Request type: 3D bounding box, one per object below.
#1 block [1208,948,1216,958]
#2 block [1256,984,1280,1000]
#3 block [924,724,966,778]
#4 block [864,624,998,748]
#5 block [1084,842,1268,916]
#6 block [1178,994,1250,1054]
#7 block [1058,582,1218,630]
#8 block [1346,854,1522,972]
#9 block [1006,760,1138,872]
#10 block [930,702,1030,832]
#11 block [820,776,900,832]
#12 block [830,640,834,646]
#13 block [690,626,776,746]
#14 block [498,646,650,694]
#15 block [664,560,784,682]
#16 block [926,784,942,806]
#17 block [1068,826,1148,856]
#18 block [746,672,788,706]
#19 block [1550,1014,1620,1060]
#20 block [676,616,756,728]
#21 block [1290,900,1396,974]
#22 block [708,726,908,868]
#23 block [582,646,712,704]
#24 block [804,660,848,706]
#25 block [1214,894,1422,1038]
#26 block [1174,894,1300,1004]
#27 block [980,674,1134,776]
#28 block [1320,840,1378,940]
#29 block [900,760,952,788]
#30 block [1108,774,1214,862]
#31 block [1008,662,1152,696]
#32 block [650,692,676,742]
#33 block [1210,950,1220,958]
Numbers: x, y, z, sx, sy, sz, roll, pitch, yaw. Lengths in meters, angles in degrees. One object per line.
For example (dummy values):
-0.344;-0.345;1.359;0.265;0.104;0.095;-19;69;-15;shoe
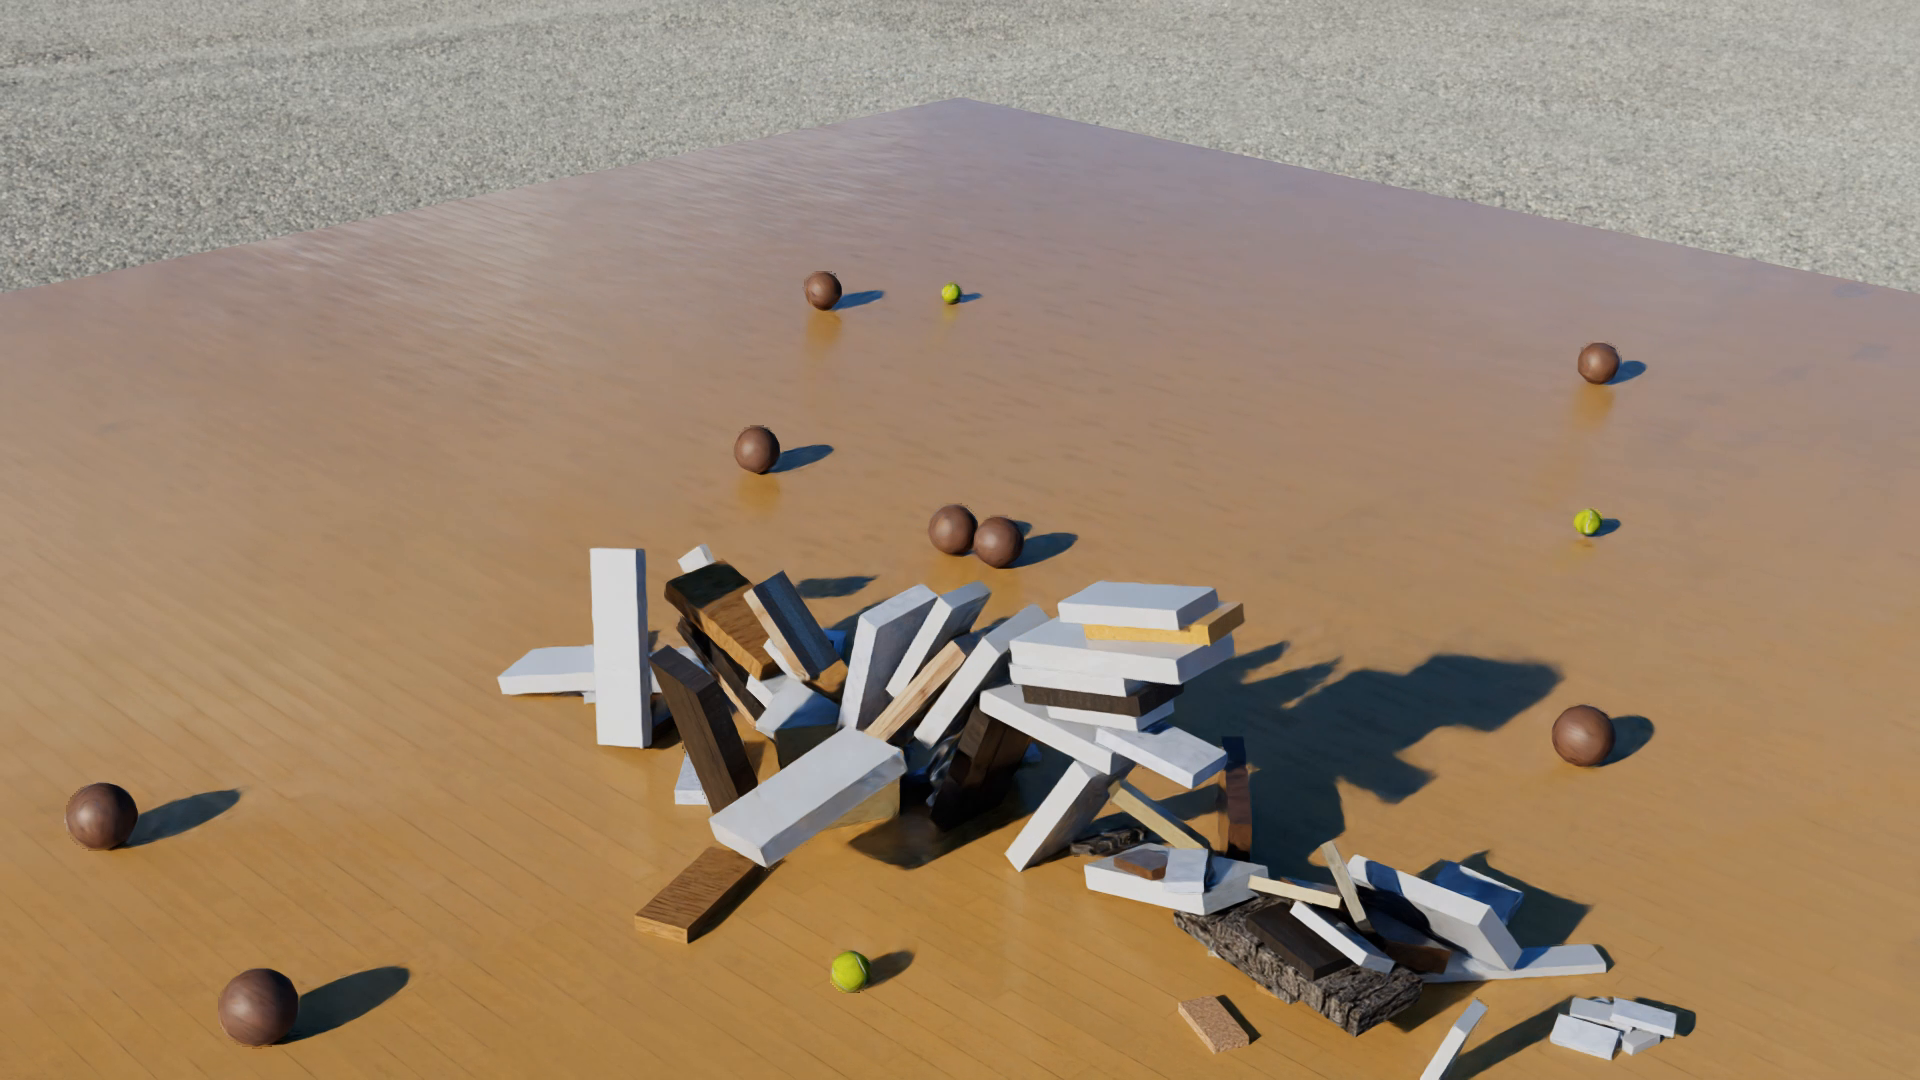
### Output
0.498;0.742;3.995;0.095;0.013;0.047;3;23;8;block
0.568;0.780;3.904;0.047;0.013;0.095;16;28;30;block
-0.026;0.415;4.418;0.018;0.130;0.065;36;35;9;block
-0.055;0.301;4.340;0.047;0.328;0.164;51;30;15;block
0.400;0.628;4.088;0.164;0.046;0.328;-13;9;-35;block
0.435;0.831;3.778;0.066;0.019;0.132;-9;25;-20;block
0.320;0.117;3.960;0.259;0.037;0.130;3;19;40;block
0.846;0.667;3.948;0.307;0.153;0.043;17;63;49;block
0.220;0.500;4.198;0.163;0.326;0.046;-21;64;-41;block
0.055;0.427;4.348;0.163;0.326;0.046;-21;54;-40;block
-0.245;0.512;4.394;0.250;0.125;0.035;-9;26;-19;block
-0.364;0.250;5.060;0.138;0.020;0.069;5;24;12;block
-0.429;0.289;4.816;0.162;0.046;0.325;-20;61;-40;block
-0.861;0.286;4.904;0.303;0.043;0.152;-4;20;25;block
-0.479;0.173;4.808;0.325;0.046;0.162;38;41;29;block
-0.013;0.492;4.455;0.065;0.130;0.018;-21;71;-45;block
0.289;0.585;4.281;0.140;0.020;0.070;-12;5;-33;block
-0.290;0.371;4.695;0.162;0.046;0.325;-21;50;-40;block
1.060;0.843;3.731;0.103;0.015;0.052;13;48;27;block
-0.479;0.270;4.875;0.152;0.043;0.303;-21;61;-41;block
0.651;0.676;3.746;0.087;0.025;0.175;23;8;-43;block
-0.280;0.472;4.075;0.338;0.048;0.169;-32;30;-29;block
-0.691;0.297;4.938;0.303;0.043;0.152;-9;18;-4;block
-0.225;0.368;4.594;0.113;0.032;0.226;-34;71;-23;block
0.612;0.720;3.779;0.164;0.046;0.328;-17;33;-37;block
0.548;0.715;3.937;0.164;0.046;0.328;-12;23;-30;block
0.211;0.332;4.140;0.326;0.046;0.163;24;33;38;block
0.676;0.609;3.824;0.023;0.081;0.161;-26;51;8;block
-0.059;0.480;4.526;0.130;0.018;0.065;-20;4;45;block
0.372;0.521;4.085;0.215;0.030;0.108;36;6;-4;block
0.237;0.235;4.049;0.271;0.038;0.135;4;19;43;block
-0.667;0.382;4.815;0.112;0.032;0.224;10;25;28;block
0.468;0.727;3.993;0.047;0.013;0.095;-8;21;-20;block
